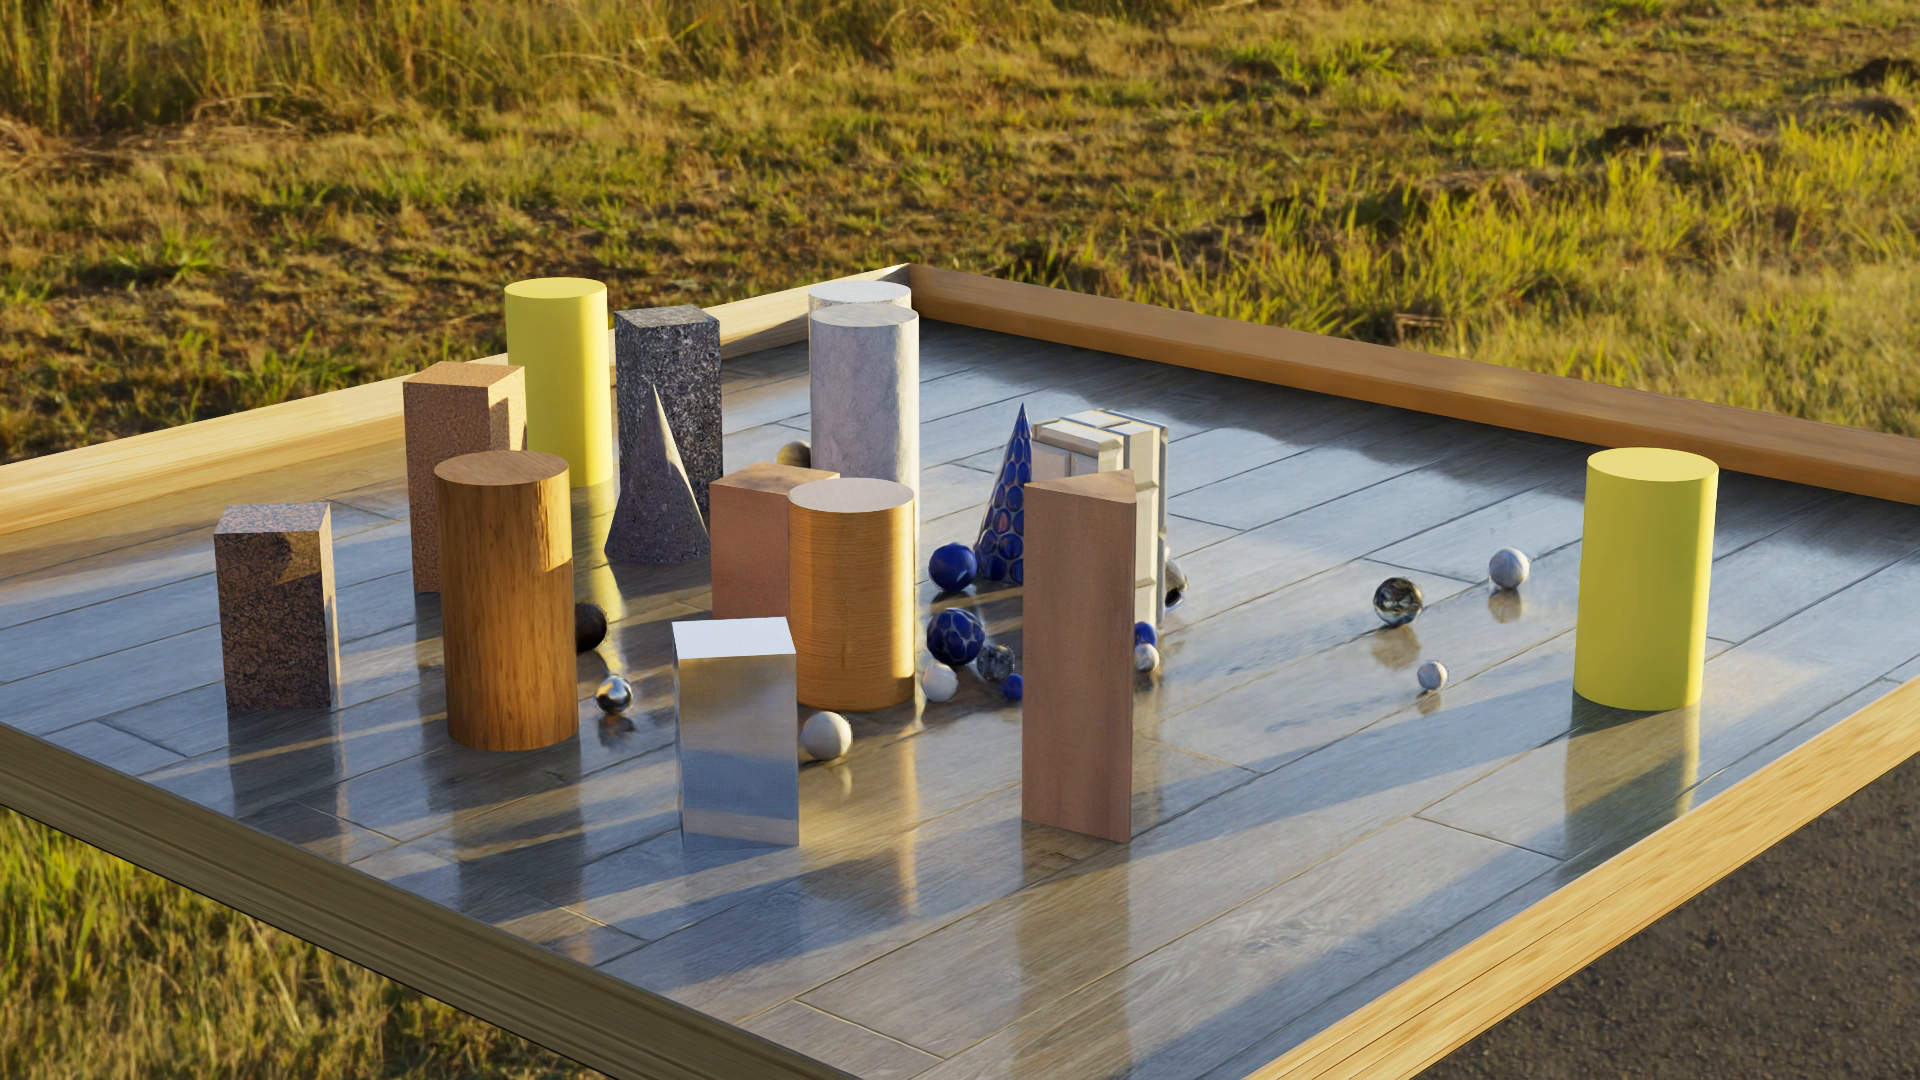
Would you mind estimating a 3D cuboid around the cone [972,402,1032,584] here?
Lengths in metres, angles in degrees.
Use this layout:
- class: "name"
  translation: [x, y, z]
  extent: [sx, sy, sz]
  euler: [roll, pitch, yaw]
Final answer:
- class: "cone"
  translation: [0.111, -0.099, 5.250]
  extent: [0.199, 0.309, 0.199]
  euler: [0, 17, 0]

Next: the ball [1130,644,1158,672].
- class: "ball"
  translation: [0.298, 0.190, 4.741]
  extent: [0.047, 0.047, 0.047]
  euler: [0, 17, 0]

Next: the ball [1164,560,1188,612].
- class: "ball"
  translation: [0.347, 0.080, 5.034]
  extent: [0.090, 0.090, 0.090]
  euler: [0, 17, 0]

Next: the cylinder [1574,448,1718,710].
- class: "cylinder"
  translation: [1.077, 0.060, 4.612]
  extent: [0.199, 0.371, 0.199]
  euler: [0, 17, 0]

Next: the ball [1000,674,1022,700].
- class: "ball"
  translation: [0.085, 0.231, 4.612]
  extent: [0.043, 0.043, 0.043]
  euler: [0, 17, 0]

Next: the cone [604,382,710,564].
- class: "cone"
  translation: [-0.556, -0.135, 5.356]
  extent: [0.199, 0.316, 0.199]
  euler: [0, 17, 0]

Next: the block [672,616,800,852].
- class: "block"
  translation: [-0.312, 0.269, 4.075]
  extent: [0.159, 0.281, 0.159]
  euler: [-2, 17, -8]

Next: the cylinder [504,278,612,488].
- class: "cylinder"
  translation: [-0.797, -0.313, 5.830]
  extent: [0.199, 0.384, 0.199]
  euler: [0, 17, 0]

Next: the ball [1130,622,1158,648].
- class: "ball"
  translation: [0.300, 0.160, 4.832]
  extent: [0.052, 0.052, 0.052]
  euler: [0, 17, 0]

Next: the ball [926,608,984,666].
- class: "ball"
  translation: [-0.008, 0.157, 4.767]
  extent: [0.095, 0.095, 0.095]
  euler: [0, 17, 0]

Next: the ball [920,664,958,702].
- class: "ball"
  translation: [-0.032, 0.225, 4.606]
  extent: [0.059, 0.059, 0.059]
  euler: [0, 17, 0]

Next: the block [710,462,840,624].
- class: "block"
  translation: [-0.312, 0.015, 4.974]
  extent: [0.159, 0.249, 0.159]
  euler: [9, 19, 27]

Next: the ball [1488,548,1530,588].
- class: "ball"
  translation: [0.967, 0.050, 5.168]
  extent: [0.070, 0.070, 0.070]
  euler: [0, 17, 0]

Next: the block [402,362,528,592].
- class: "block"
  translation: [-0.864, -0.109, 5.161]
  extent: [0.159, 0.378, 0.159]
  euler: [4, 17, 14]

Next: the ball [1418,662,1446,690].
- class: "ball"
  translation: [0.750, 0.215, 4.661]
  extent: [0.045, 0.045, 0.045]
  euler: [0, 17, 0]

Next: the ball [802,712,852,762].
- class: "ball"
  translation: [-0.199, 0.292, 4.358]
  extent: [0.074, 0.074, 0.074]
  euler: [0, 17, 0]

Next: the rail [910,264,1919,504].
- class: "rail"
  translation: [1.062, -0.320, 6.291]
  extent: [3.190, 0.129, 0.045]
  euler: [14, 22, 39]

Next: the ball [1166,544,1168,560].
- class: "ball"
  translation: [0.320, 0.022, 5.209]
  extent: [0.099, 0.099, 0.099]
  euler: [0, 17, 0]

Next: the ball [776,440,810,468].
- class: "ball"
  translation: [-0.323, -0.155, 5.823]
  extent: [0.085, 0.085, 0.085]
  euler: [0, 17, 0]

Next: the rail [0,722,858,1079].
- class: "rail"
  translation: [-1.062, 0.385, 3.948]
  extent: [3.190, 0.129, 0.045]
  euler: [14, 22, 39]

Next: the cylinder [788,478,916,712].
- class: "cylinder"
  translation: [-0.170, 0.085, 4.610]
  extent: [0.199, 0.325, 0.199]
  euler: [0, 17, 0]

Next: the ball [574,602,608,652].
- class: "ball"
  translation: [-0.623, 0.143, 4.840]
  extent: [0.081, 0.081, 0.081]
  euler: [0, 17, 0]

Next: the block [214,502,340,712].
- class: "block"
  translation: [-1.071, 0.103, 4.610]
  extent: [0.159, 0.289, 0.159]
  euler: [-2, 17, -6]

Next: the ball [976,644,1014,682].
- class: "ball"
  translation: [0.056, 0.197, 4.696]
  extent: [0.060, 0.060, 0.060]
  euler: [0, 17, 0]

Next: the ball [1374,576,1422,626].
- class: "ball"
  translation: [0.742, 0.103, 4.969]
  extent: [0.083, 0.083, 0.083]
  euler: [0, 17, 0]

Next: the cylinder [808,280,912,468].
- class: "cylinder"
  translation: [-0.194, -0.289, 5.719]
  extent: [0.199, 0.401, 0.199]
  euler: [0, 17, 0]

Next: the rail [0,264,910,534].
- class: "rail"
  translation: [-1.186, -0.265, 6.106]
  extent: [0.045, 0.129, 3.288]
  euler: [14, 22, 39]

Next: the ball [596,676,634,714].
- class: "ball"
  translation: [-0.537, 0.241, 4.553]
  extent: [0.059, 0.059, 0.059]
  euler: [0, 17, 0]

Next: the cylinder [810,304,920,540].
- class: "cylinder"
  translation: [-0.175, -0.210, 5.424]
  extent: [0.199, 0.421, 0.199]
  euler: [0, 17, 0]

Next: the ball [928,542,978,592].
- class: "ball"
  translation: [-0.012, 0.047, 5.150]
  extent: [0.086, 0.086, 0.086]
  euler: [0, 17, 0]

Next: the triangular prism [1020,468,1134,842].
- class: "triangular prism"
  translation: [0.199, 0.153, 4.097]
  extent: [0.172, 0.489, 0.149]
  euler: [10, 20, 31]

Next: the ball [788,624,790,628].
- class: "ball"
  translation: [-0.281, 0.165, 4.821]
  extent: [0.050, 0.050, 0.050]
  euler: [0, 17, 0]

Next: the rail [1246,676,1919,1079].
- class: "rail"
  translation: [1.186, 0.329, 4.133]
  extent: [0.045, 0.129, 3.288]
  euler: [14, 22, 39]

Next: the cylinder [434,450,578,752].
- class: "cylinder"
  translation: [-0.684, 0.090, 4.437]
  extent: [0.199, 0.415, 0.199]
  euler: [0, 17, 0]

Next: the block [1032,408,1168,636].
- class: "block"
  translation: [0.231, -0.017, 4.886]
  extent: [0.159, 0.361, 0.159]
  euler: [-14, 22, -39]

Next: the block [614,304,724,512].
- class: "block"
  translation: [-0.559, -0.249, 5.635]
  extent: [0.159, 0.372, 0.159]
  euler: [-7, 18, -23]
